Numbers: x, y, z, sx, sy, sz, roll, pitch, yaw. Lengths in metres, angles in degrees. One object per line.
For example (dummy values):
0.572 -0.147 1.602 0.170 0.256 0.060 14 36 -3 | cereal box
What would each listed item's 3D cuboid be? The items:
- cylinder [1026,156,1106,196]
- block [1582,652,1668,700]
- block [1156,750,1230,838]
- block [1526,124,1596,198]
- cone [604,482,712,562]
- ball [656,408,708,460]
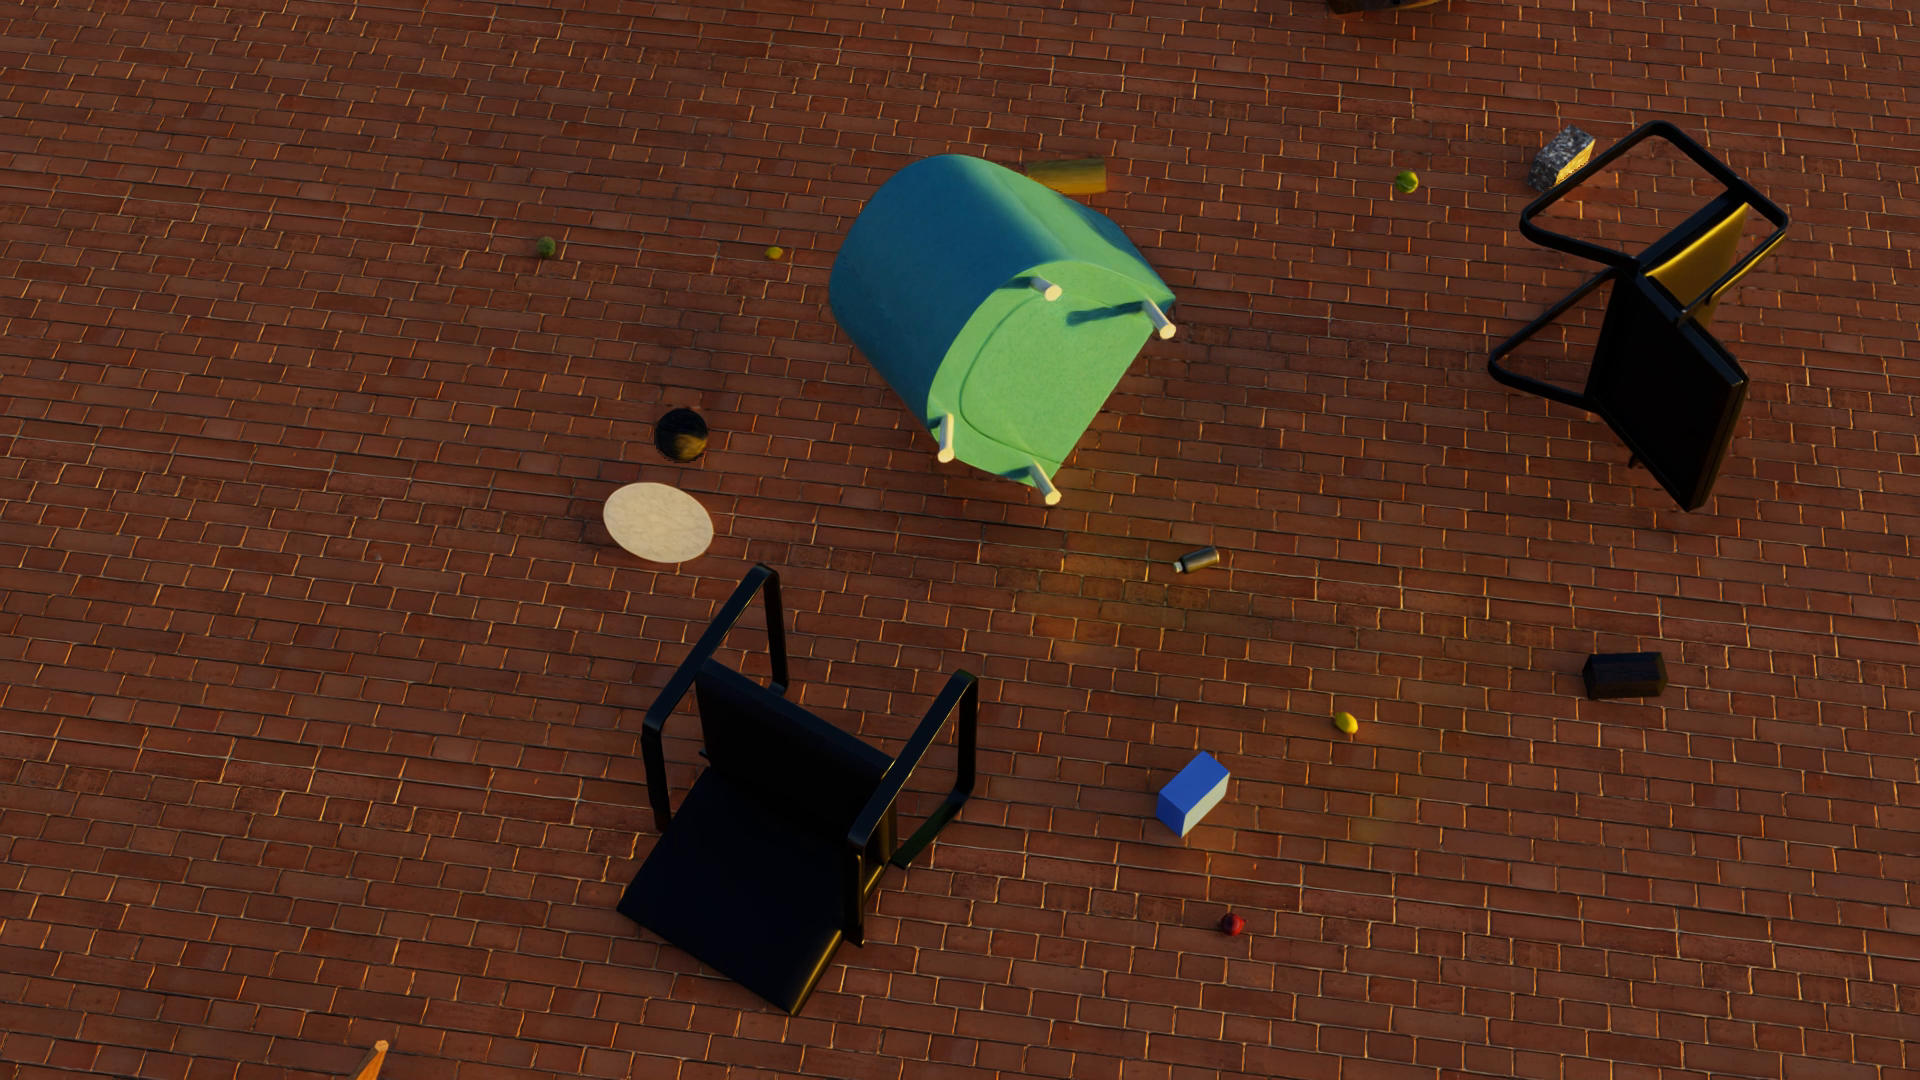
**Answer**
0.351 -1.210 7.318 0.256 0.113 0.116 -4 70 -3 | cylinder
1.892 0.386 6.258 0.205 0.094 0.093 -2 56 -2 | block
0.636 0.695 6.021 0.096 0.143 0.181 40 65 23 | block
2.007 -1.266 7.347 0.099 0.127 0.209 39 64 23 | block
-0.899 -0.093 6.568 0.331 0.244 0.212 21 19 -15 | cone
-0.847 -0.321 6.694 0.158 0.158 0.158 0 56 0 | ball
